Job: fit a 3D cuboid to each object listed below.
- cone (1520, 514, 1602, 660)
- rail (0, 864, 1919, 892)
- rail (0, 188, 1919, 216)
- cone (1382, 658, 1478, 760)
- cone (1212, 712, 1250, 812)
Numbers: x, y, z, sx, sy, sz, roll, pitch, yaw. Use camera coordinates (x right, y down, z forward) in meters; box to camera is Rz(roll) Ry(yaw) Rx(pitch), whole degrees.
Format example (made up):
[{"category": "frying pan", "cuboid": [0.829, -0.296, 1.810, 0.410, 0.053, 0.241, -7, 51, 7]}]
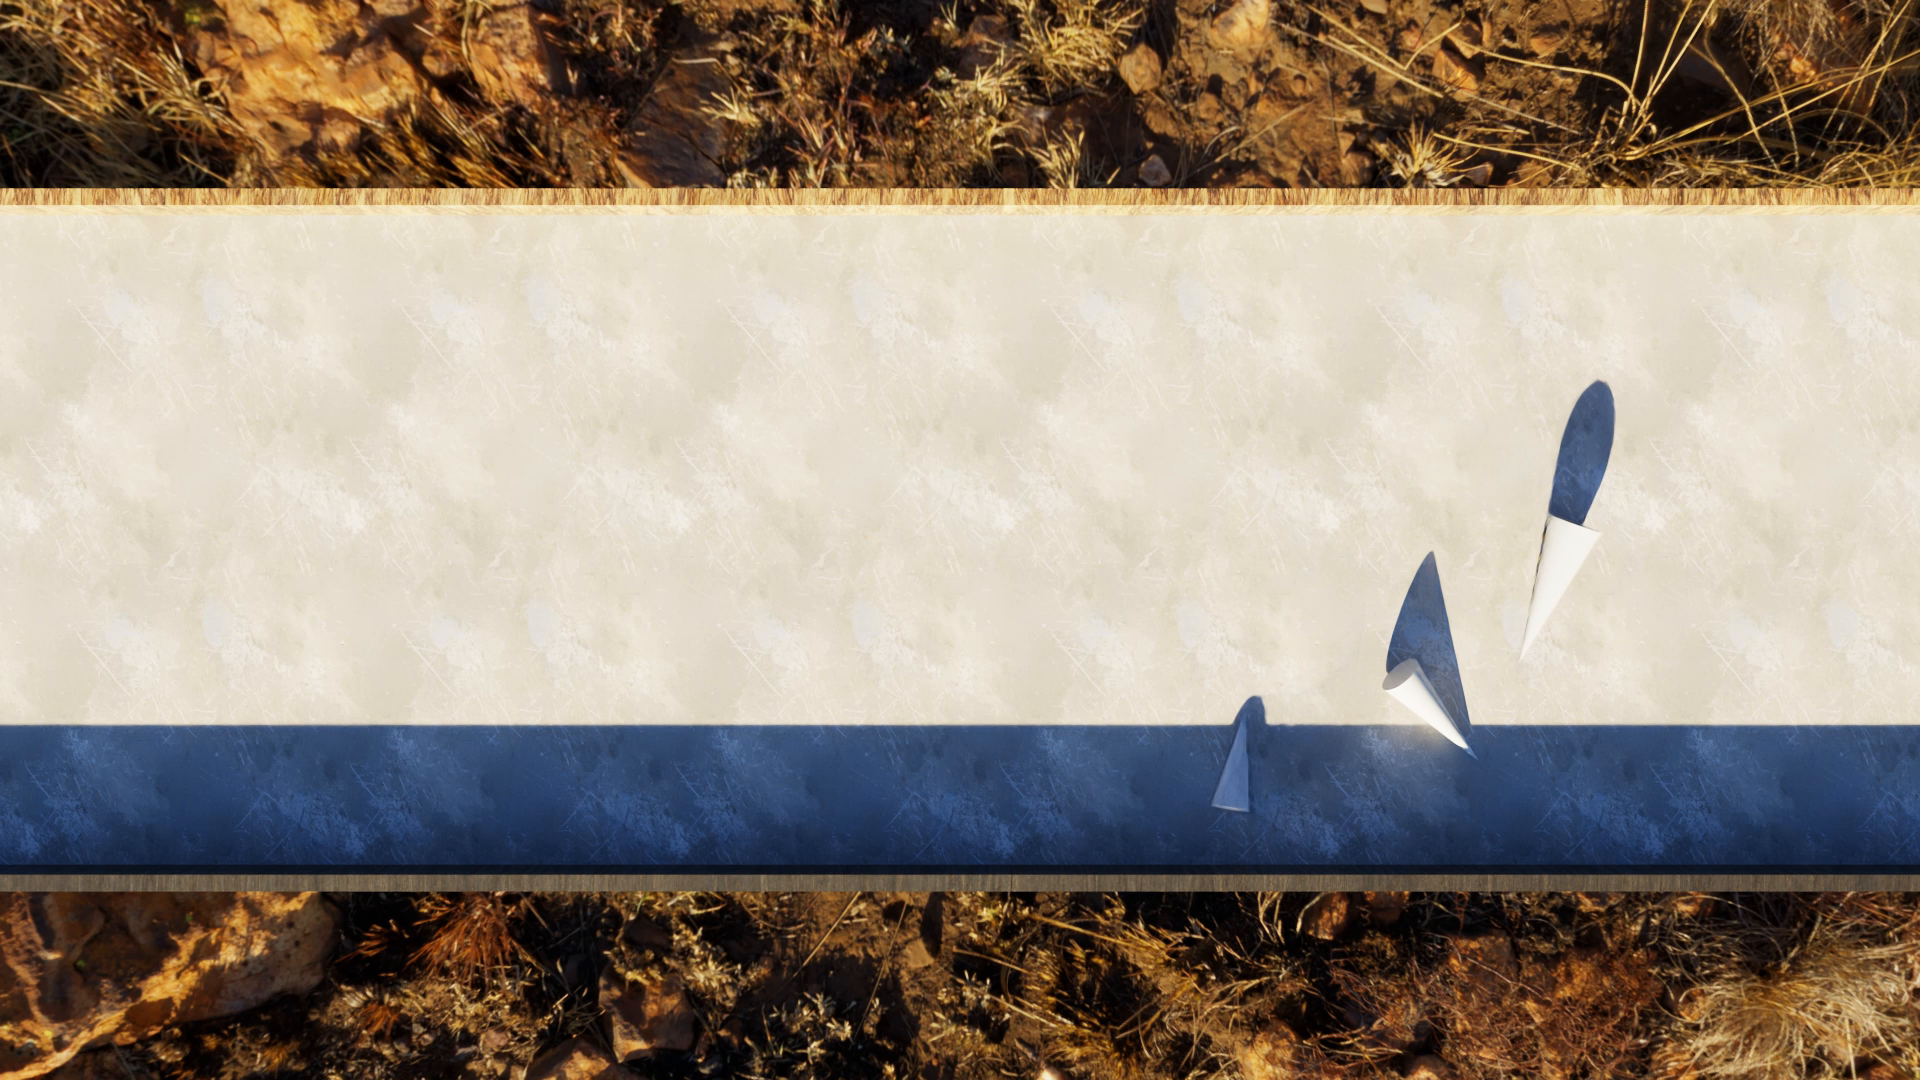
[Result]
[{"category": "cone", "cuboid": [1.793, 0.163, 5.037, 0.159, 0.159, 0.457, 19, 100, 0]}, {"category": "rail", "cuboid": [-2.247, 1.025, 5.001, 12.000, 0.150, 0.050, 0, 90, 0]}, {"category": "rail", "cuboid": [-2.247, -1.025, 5.002, 12.000, 0.150, 0.050, 0, 90, 0]}, {"category": "cone", "cuboid": [1.467, 0.545, 5.044, 0.133, 0.133, 0.384, -44, 100, 0]}, {"category": "cone", "cuboid": [0.851, 0.673, 5.048, 0.117, 0.117, 0.300, 11, 79, 0]}]
